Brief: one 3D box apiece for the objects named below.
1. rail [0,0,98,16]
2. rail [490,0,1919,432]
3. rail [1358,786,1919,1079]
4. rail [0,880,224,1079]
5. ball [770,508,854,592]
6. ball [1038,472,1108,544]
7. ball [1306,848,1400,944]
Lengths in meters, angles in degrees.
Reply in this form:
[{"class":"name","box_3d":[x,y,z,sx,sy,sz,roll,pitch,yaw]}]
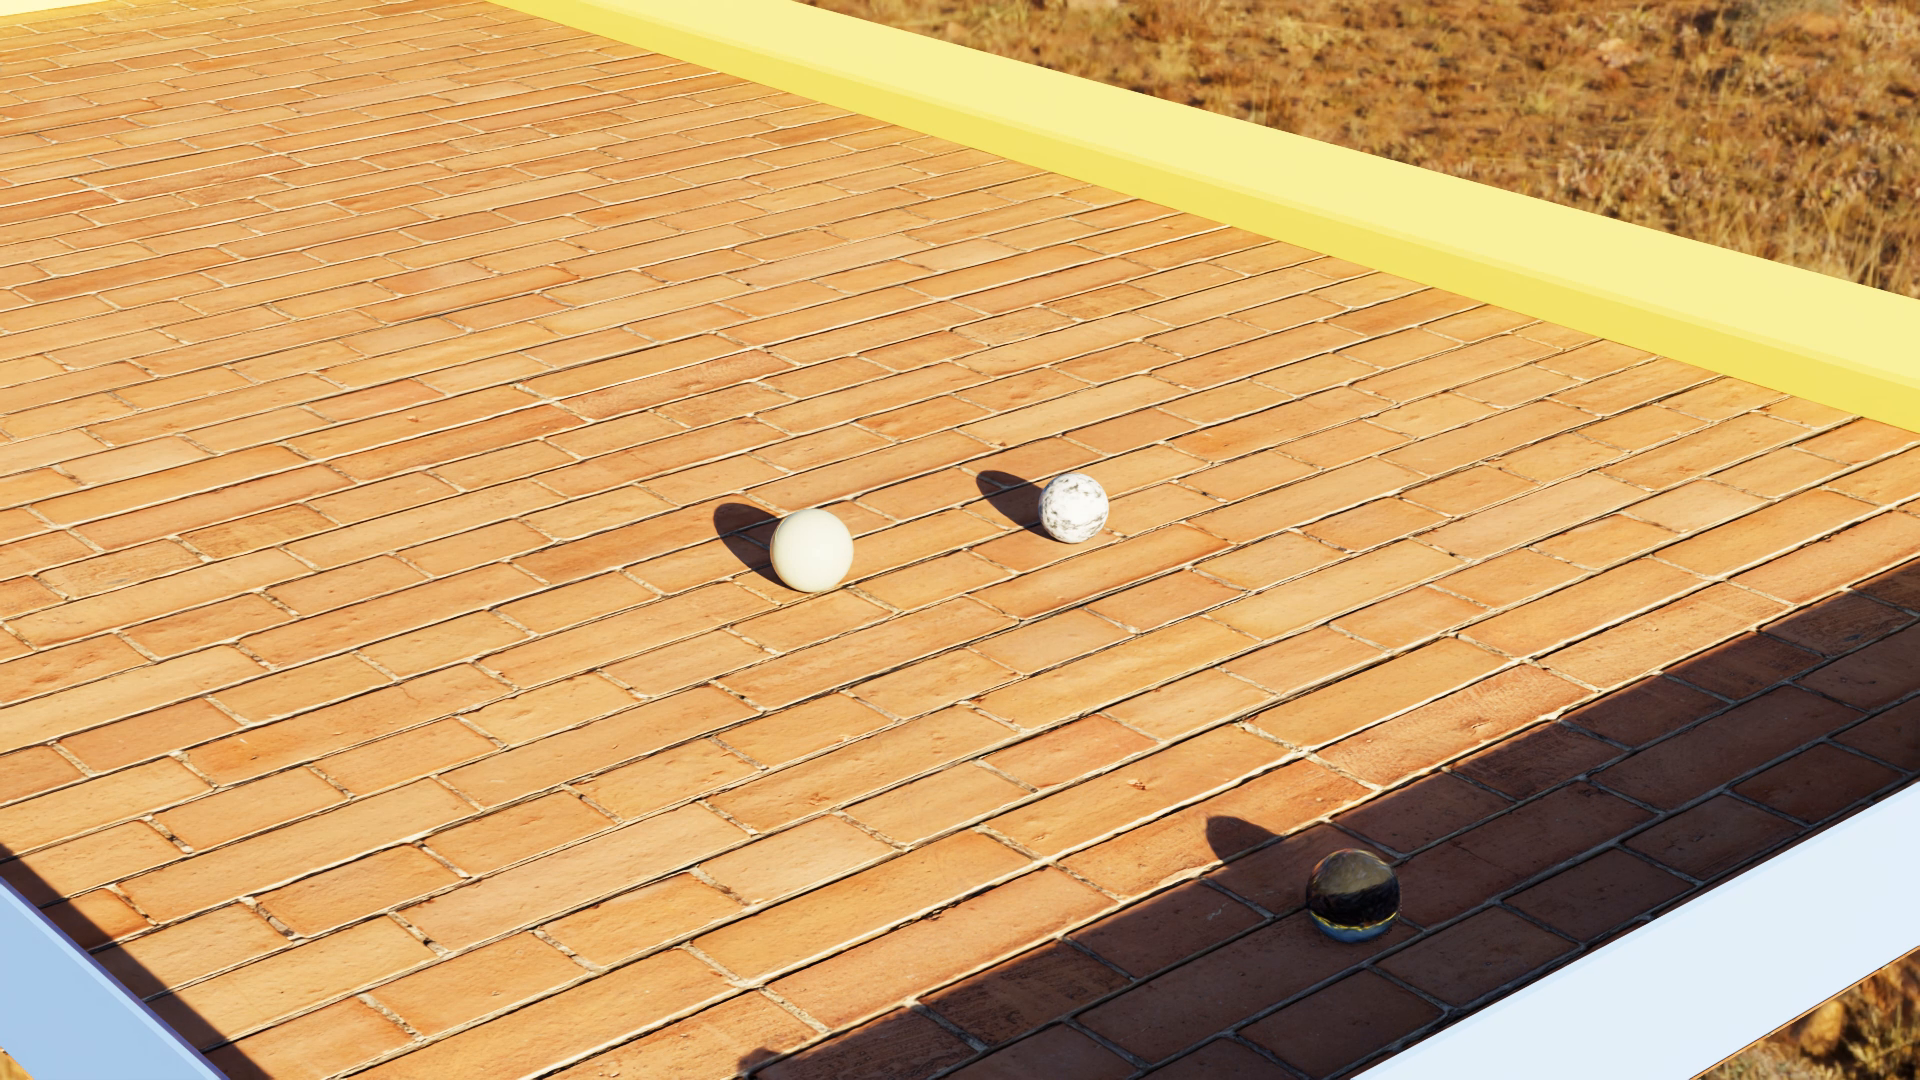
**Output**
[{"class":"rail","box_3d":[-1.661,-0.772,4.232,1.828,0.125,0.045,-18,28,-37]},{"class":"rail","box_3d":[0.119,-0.498,3.568,0.045,0.125,3.449,-18,28,-37]},{"class":"rail","box_3d":[0.543,0.216,1.837,1.828,0.125,0.045,-18,28,-37]},{"class":"rail","box_3d":[-1.237,-0.058,2.501,0.045,0.125,3.449,-18,28,-37]},{"class":"ball","box_3d":[-0.122,0.009,2.415,0.069,0.069,0.069,0,22,0]},{"class":"ball","box_3d":[0.097,-0.027,2.514,0.060,0.060,0.060,0,22,0]},{"class":"ball","box_3d":[0.253,0.229,1.891,0.061,0.061,0.061,0,22,0]}]
